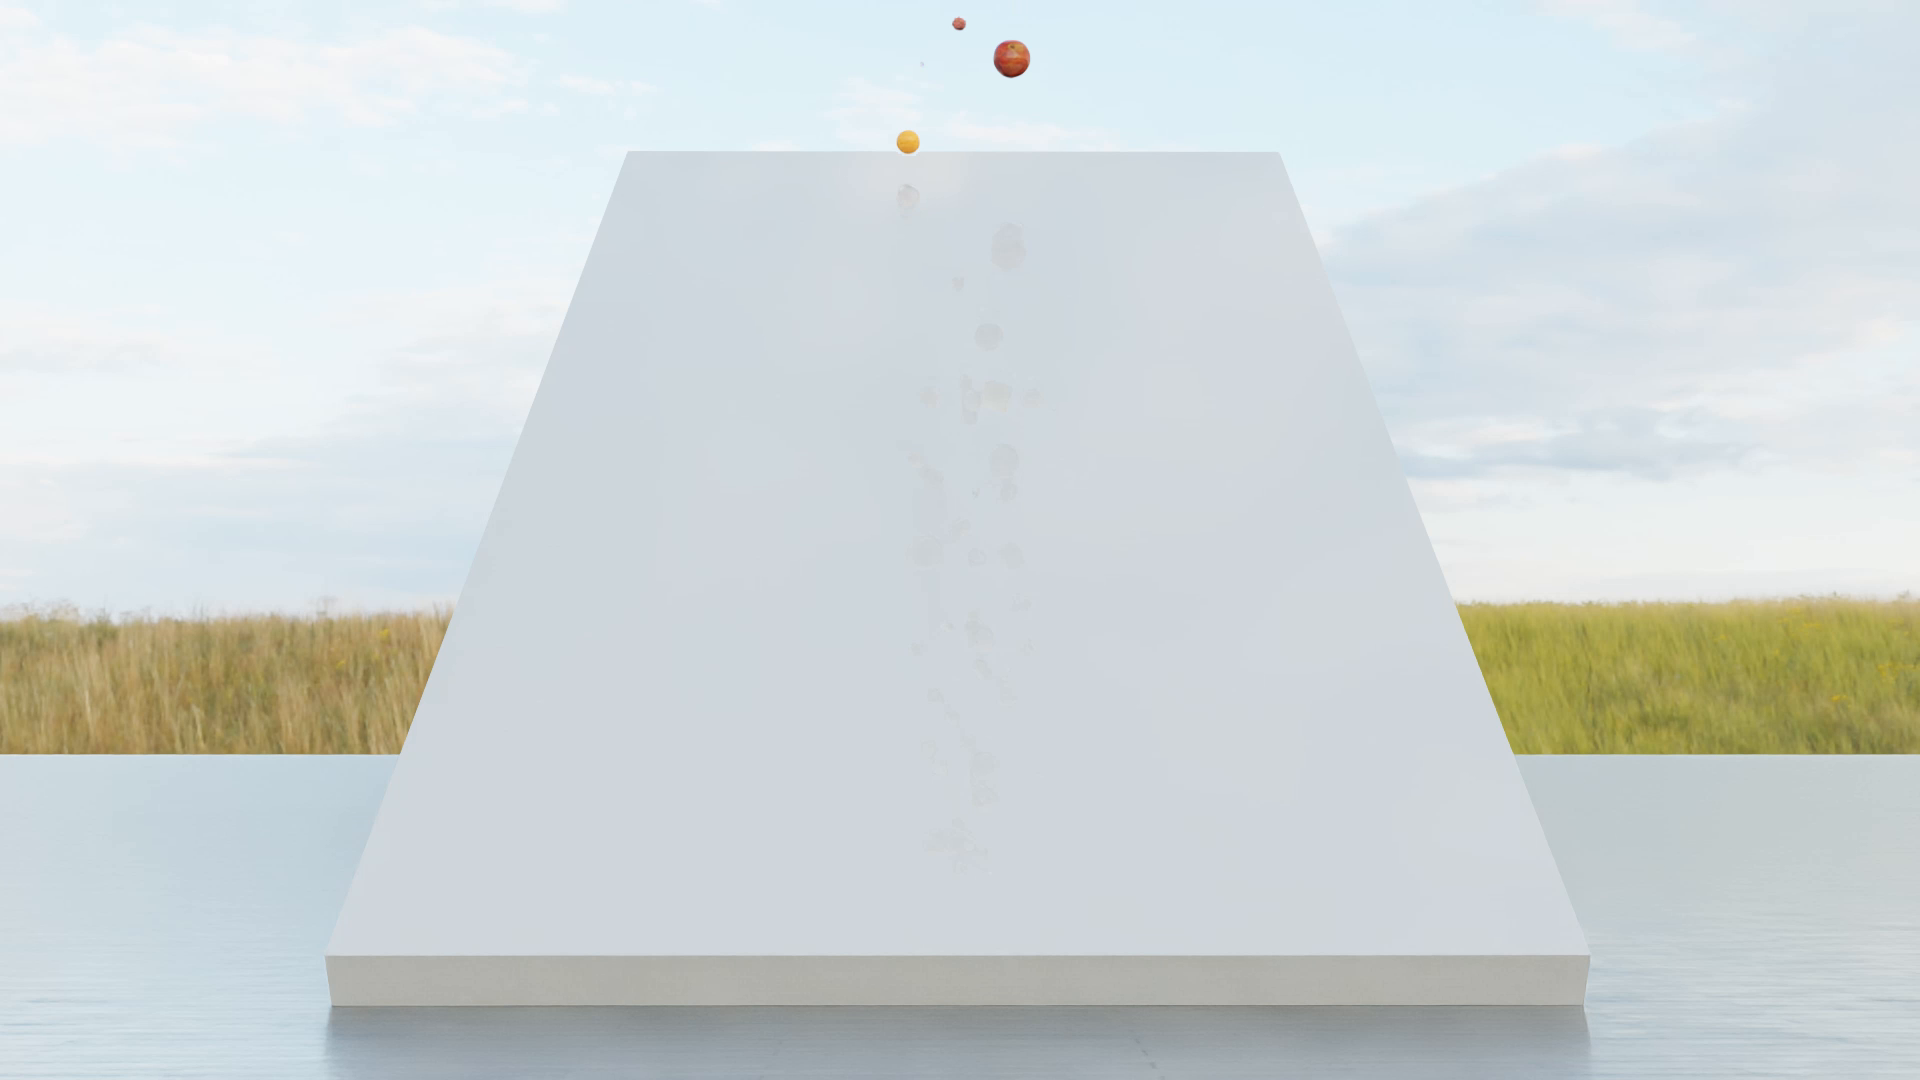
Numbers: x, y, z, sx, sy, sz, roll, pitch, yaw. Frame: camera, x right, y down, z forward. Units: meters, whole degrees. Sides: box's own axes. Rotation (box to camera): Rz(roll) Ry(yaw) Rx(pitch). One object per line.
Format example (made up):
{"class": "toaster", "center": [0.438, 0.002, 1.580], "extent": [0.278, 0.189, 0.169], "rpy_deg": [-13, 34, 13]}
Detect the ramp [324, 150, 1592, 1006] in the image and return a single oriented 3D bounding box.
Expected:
{"class": "ramp", "center": [-0.011, -0.225, 5.552], "extent": [2.000, 0.100, 4.000], "rpy_deg": [0, 28, 0]}
